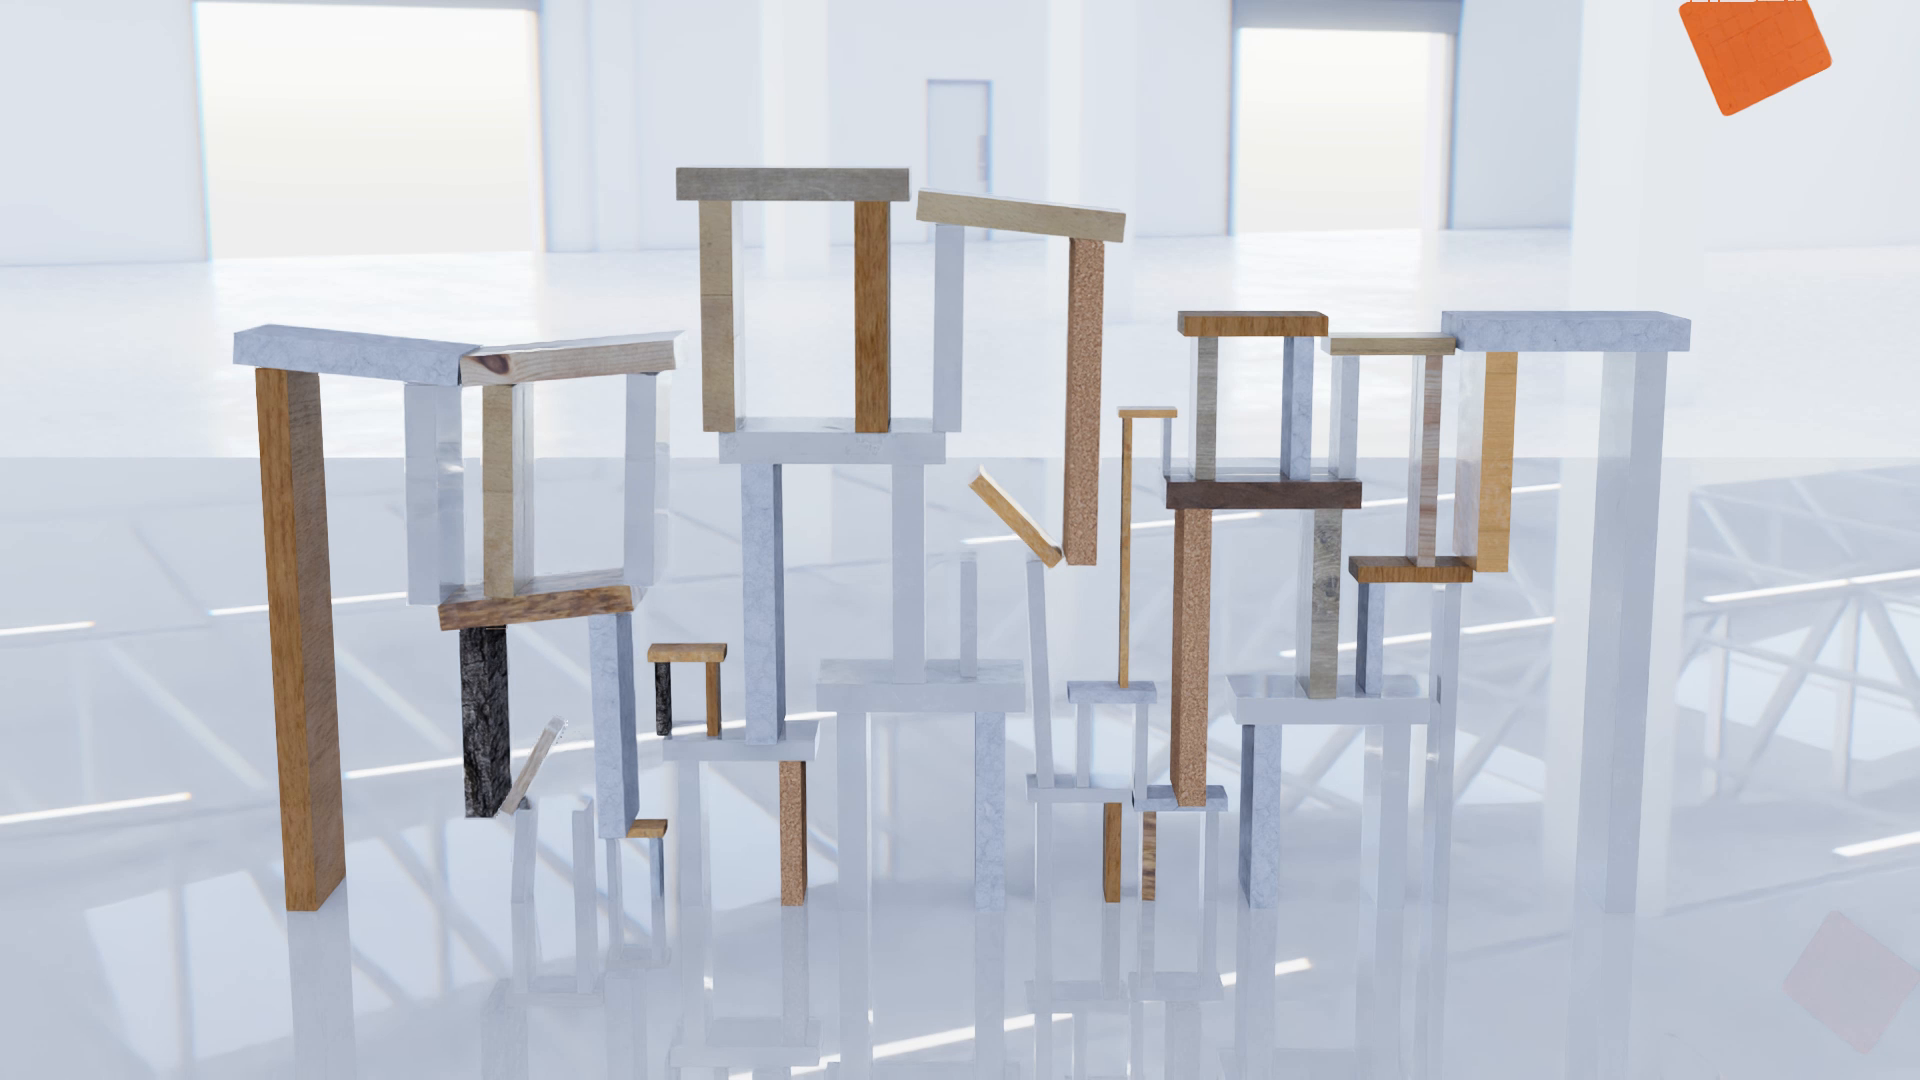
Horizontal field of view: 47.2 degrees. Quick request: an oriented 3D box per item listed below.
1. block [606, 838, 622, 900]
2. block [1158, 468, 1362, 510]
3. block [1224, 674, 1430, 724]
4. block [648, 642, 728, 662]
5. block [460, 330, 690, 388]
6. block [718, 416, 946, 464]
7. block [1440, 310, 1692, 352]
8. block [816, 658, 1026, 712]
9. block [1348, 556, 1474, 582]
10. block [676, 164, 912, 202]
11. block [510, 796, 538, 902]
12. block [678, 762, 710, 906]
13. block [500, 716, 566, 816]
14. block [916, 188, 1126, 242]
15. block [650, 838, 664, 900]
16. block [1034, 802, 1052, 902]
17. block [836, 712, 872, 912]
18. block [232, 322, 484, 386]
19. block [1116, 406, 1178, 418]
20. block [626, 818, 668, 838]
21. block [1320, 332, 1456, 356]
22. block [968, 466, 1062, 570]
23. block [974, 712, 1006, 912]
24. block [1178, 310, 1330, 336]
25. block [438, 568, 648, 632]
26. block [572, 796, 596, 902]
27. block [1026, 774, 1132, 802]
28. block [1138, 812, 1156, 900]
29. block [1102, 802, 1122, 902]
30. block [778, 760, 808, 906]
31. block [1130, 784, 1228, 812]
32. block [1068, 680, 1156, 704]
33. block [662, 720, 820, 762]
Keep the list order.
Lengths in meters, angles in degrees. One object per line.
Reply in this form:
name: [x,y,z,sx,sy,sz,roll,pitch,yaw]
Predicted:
block: [-0.576,0.538,3.659,0.015,0.106,0.053,-1,11,0]
block: [0.479,-0.084,3.542,0.309,0.044,0.154,0,11,0]
block: [0.600,0.261,3.612,0.311,0.044,0.156,0,11,0]
block: [-0.445,0.184,3.591,0.123,0.017,0.062,0,11,0]
block: [-0.610,-0.290,3.505,0.336,0.048,0.168,-5,10,1]
block: [-0.200,-0.161,3.532,0.356,0.050,0.178,0,11,0]
block: [0.958,-0.332,3.493,0.349,0.049,0.175,0,11,0]
block: [-0.063,0.238,3.603,0.335,0.047,0.167,0,11,0]
block: [0.730,0.047,3.567,0.184,0.026,0.092,0,11,0]
block: [-0.256,-0.561,3.453,0.357,0.051,0.179,0,11,0]
block: [-0.722,0.512,3.651,0.022,0.158,0.079,5,10,-1]
block: [-0.440,0.468,3.649,0.035,0.247,0.123,0,11,0]
block: [-0.704,0.372,3.624,0.022,0.158,0.079,29,9,-5]
block: [0.094,-0.512,3.460,0.321,0.046,0.161,6,11,-1]
block: [-0.504,0.538,3.659,0.015,0.106,0.053,0,11,0]
block: [0.138,0.506,3.653,0.024,0.171,0.086,0,11,0]
block: [-0.174,0.425,3.638,0.047,0.335,0.167,0,11,0]
block: [-0.956,-0.296,3.508,0.350,0.050,0.175,6,10,-1]
block: [0.300,-0.205,3.525,0.094,0.013,0.047,0,11,0]
block: [-0.541,0.478,3.646,0.106,0.015,0.053,-1,11,0]
block: [0.680,-0.313,3.501,0.196,0.028,0.098,0,11,0]
block: [0.089,-0.038,3.557,0.027,0.190,0.095,-43,8,7]
block: [0.049,0.425,3.638,0.047,0.335,0.167,0,11,0]
block: [0.464,-0.344,3.496,0.226,0.032,0.113,0,11,0]
block: [-0.676,0.094,3.579,0.310,0.044,0.155,-6,10,2]
block: [-0.624,0.513,3.651,0.022,0.158,0.079,0,11,0]
block: [0.195,0.410,3.635,0.171,0.024,0.086,0,11,0]
block: [0.311,0.514,3.659,0.022,0.154,0.077,0,11,0]
block: [0.252,0.506,3.653,0.024,0.171,0.086,0,11,0]
block: [-0.276,0.468,3.649,0.035,0.247,0.123,0,11,0]
block: [0.363,0.427,3.642,0.154,0.022,0.077,0,11,0]
block: [0.248,0.249,3.603,0.142,0.020,0.071,0,11,0]
block: [-0.358,0.330,3.623,0.247,0.035,0.123,0,11,0]
